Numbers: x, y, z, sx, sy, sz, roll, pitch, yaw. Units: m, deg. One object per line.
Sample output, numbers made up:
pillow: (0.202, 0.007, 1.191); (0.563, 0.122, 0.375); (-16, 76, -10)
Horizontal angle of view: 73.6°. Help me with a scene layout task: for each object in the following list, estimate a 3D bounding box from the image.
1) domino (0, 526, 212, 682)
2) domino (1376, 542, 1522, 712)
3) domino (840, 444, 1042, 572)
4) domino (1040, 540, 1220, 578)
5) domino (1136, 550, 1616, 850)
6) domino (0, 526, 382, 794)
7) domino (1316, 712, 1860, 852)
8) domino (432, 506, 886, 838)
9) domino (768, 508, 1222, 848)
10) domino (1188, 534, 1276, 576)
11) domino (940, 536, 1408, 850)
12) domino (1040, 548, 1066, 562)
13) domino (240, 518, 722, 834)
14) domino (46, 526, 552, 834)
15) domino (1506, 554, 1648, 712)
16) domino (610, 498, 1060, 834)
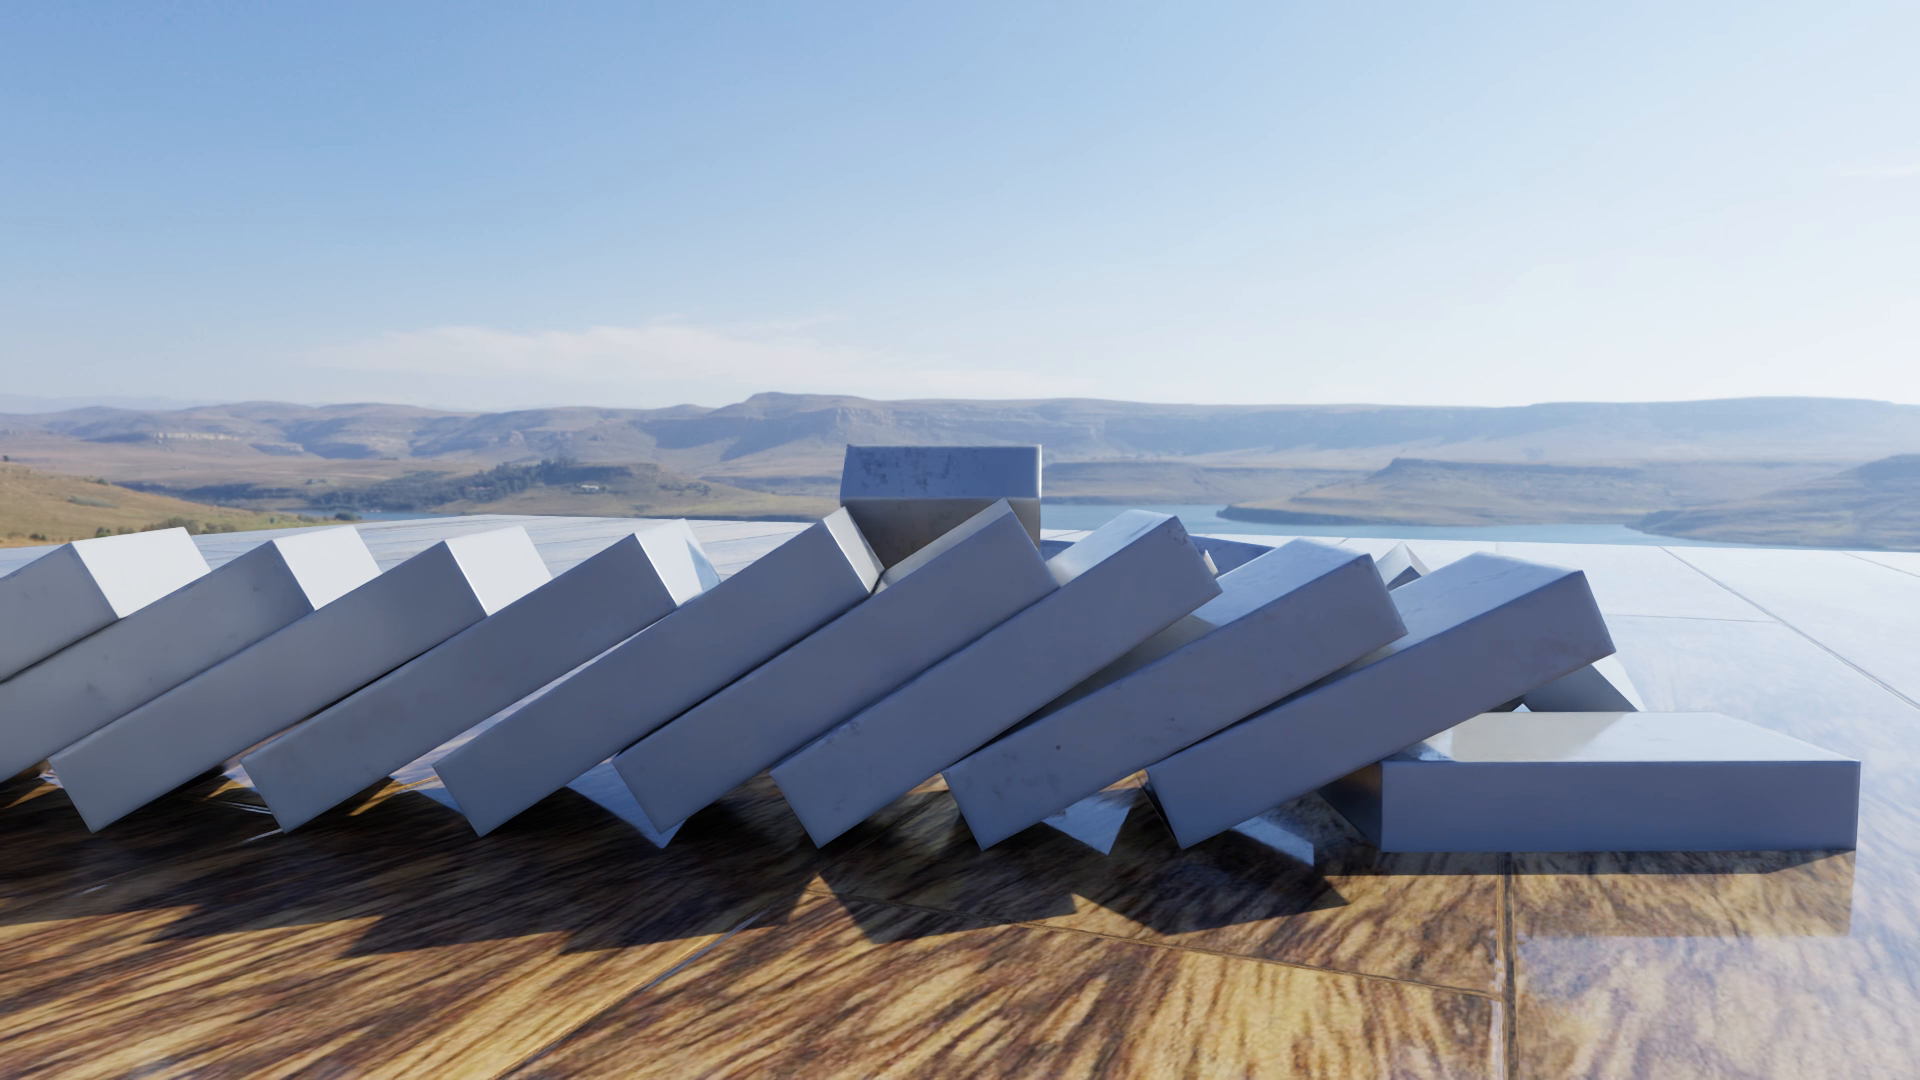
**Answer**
domino: (-0.117, 0.015, 0.149); (0.050, 0.009, 0.025); (-29, 7, -4)
domino: (0.078, 0.014, 0.211); (0.009, 0.025, 0.050); (-43, -9, 16)
domino: (-0.001, 0.008, 0.180); (0.025, 0.050, 0.009); (0, 49, 4)
domino: (0.027, 0.012, 0.245); (0.050, 0.009, 0.025); (4, -38, 39)
domino: (0.044, 0.017, 0.146); (0.050, 0.010, 0.025); (-25, 4, 0)
domino: (-0.097, 0.015, 0.153); (0.050, 0.009, 0.025); (-29, 7, -4)
domino: (0.069, 0.027, 0.146); (0.050, 0.010, 0.025); (0, 4, -1)
domino: (-0.033, 0.014, 0.150); (0.050, 0.009, 0.025); (-32, 4, 3)
domino: (0.003, 0.014, 0.146); (0.050, 0.009, 0.025); (-32, 4, -1)
domino: (0.058, 0.013, 0.237); (0.025, 0.009, 0.050); (46, -10, -16)
domino: (0.022, 0.016, 0.146); (0.050, 0.009, 0.025); (-27, 4, 1)
domino: (-0.005, 0.013, 0.236); (0.050, 0.010, 0.025); (1, -40, 7)
domino: (-0.054, 0.015, 0.151); (0.050, 0.010, 0.025); (-30, 4, 2)
domino: (-0.075, 0.015, 0.152); (0.050, 0.010, 0.025); (-28, 4, 2)
domino: (0.086, 0.016, 0.187); (0.009, 0.025, 0.050); (-46, -13, 19)
domino: (-0.013, 0.013, 0.147); (0.050, 0.009, 0.025); (-32, 4, 3)
